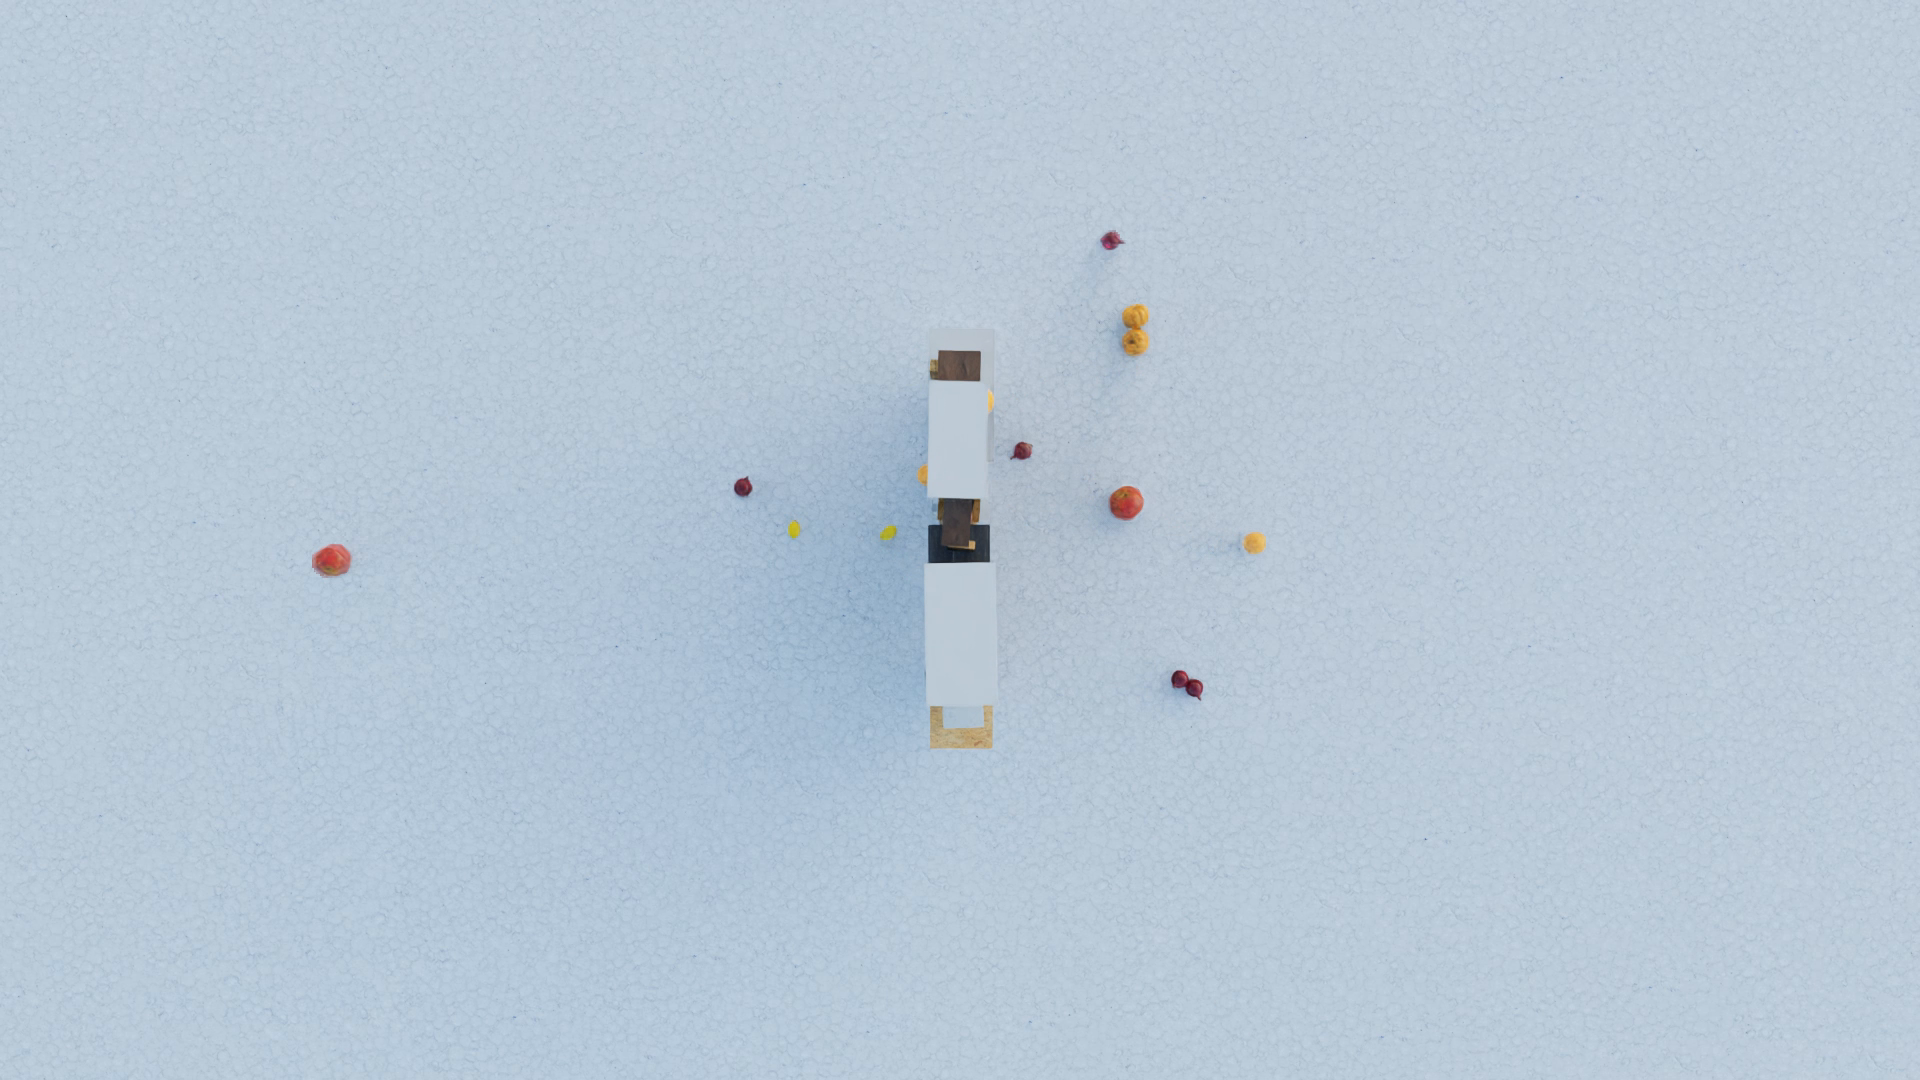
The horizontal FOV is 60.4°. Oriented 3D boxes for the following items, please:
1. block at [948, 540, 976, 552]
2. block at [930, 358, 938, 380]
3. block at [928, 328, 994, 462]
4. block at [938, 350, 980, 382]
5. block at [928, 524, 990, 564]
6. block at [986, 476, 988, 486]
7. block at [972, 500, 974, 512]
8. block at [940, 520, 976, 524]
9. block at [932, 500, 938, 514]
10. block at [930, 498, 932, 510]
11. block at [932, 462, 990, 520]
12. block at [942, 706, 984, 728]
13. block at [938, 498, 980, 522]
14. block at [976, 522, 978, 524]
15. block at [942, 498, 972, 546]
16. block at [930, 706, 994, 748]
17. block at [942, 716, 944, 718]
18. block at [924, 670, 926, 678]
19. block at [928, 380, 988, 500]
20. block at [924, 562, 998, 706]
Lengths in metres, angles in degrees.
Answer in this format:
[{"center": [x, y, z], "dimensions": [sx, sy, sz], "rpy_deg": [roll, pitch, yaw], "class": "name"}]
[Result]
[{"center": [0.003, 0.015, 4.002], "dimensions": [0.066, 0.132, 0.019], "rpy_deg": [5, 86, 0], "class": "block"}, {"center": [-0.023, -0.433, 4.236], "dimensions": [0.106, 0.212, 0.030], "rpy_deg": [6, 90, 0], "class": "block"}, {"center": [0.003, -0.382, 4.367], "dimensions": [0.174, 0.049, 0.348], "rpy_deg": [0, 90, 0], "class": "block"}, {"center": [-0.003, -0.365, 4.115], "dimensions": [0.106, 0.030, 0.212], "rpy_deg": [1, 90, 0], "class": "block"}, {"center": [-0.002, 0.115, 4.090], "dimensions": [0.153, 0.043, 0.305], "rpy_deg": [0, 90, 0], "class": "block"}, {"center": [-0.003, -0.138, 3.967], "dimensions": [0.135, 0.273, 0.038], "rpy_deg": [6, 90, 0], "class": "block"}, {"center": [0.000, -0.091, 4.019], "dimensions": [0.066, 0.167, 0.019], "rpy_deg": [4, 82, 0], "class": "block"}, {"center": [-0.006, -0.106, 4.522], "dimensions": [0.102, 0.029, 0.203], "rpy_deg": [0, 90, 0], "class": "block"}, {"center": [-0.018, -0.083, 4.320], "dimensions": [0.104, 0.374, 0.030], "rpy_deg": [5, 90, 0], "class": "block"}, {"center": [-0.003, -0.111, 4.954], "dimensions": [0.167, 0.335, 0.047], "rpy_deg": [0, 90, 0], "class": "block"}, {"center": [0.000, -0.223, 4.763], "dimensions": [0.167, 0.047, 0.335], "rpy_deg": [0, 90, 0], "class": "block"}, {"center": [0.006, 0.374, 4.196], "dimensions": [0.103, 0.029, 0.206], "rpy_deg": [-2, 90, 0], "class": "block"}, {"center": [0.002, -0.151, 4.118], "dimensions": [0.104, 0.030, 0.209], "rpy_deg": [4, 90, 0], "class": "block"}, {"center": [0.005, -0.003, 5.277], "dimensions": [0.104, 0.029, 0.208], "rpy_deg": [0, 90, 0], "class": "block"}, {"center": [-0.007, -0.051, 3.926], "dimensions": [0.066, 0.019, 0.132], "rpy_deg": [4, 90, 0], "class": "block"}, {"center": [0.004, 0.391, 4.441], "dimensions": [0.168, 0.048, 0.337], "rpy_deg": [0, 90, 0], "class": "block"}, {"center": [0.005, 0.440, 4.314], "dimensions": [0.103, 0.206, 0.029], "rpy_deg": [0, 90, 0], "class": "block"}, {"center": [0.001, 0.317, 3.965], "dimensions": [0.160, 0.433, 0.045], "rpy_deg": [-5, 90, 0], "class": "block"}, {"center": [-0.005, -0.231, 3.811], "dimensions": [0.135, 0.038, 0.269], "rpy_deg": [1, 90, 0], "class": "block"}, {"center": [0.002, 0.212, 3.725], "dimensions": [0.160, 0.045, 0.320], "rpy_deg": [-1, 90, 0], "class": "block"}]
